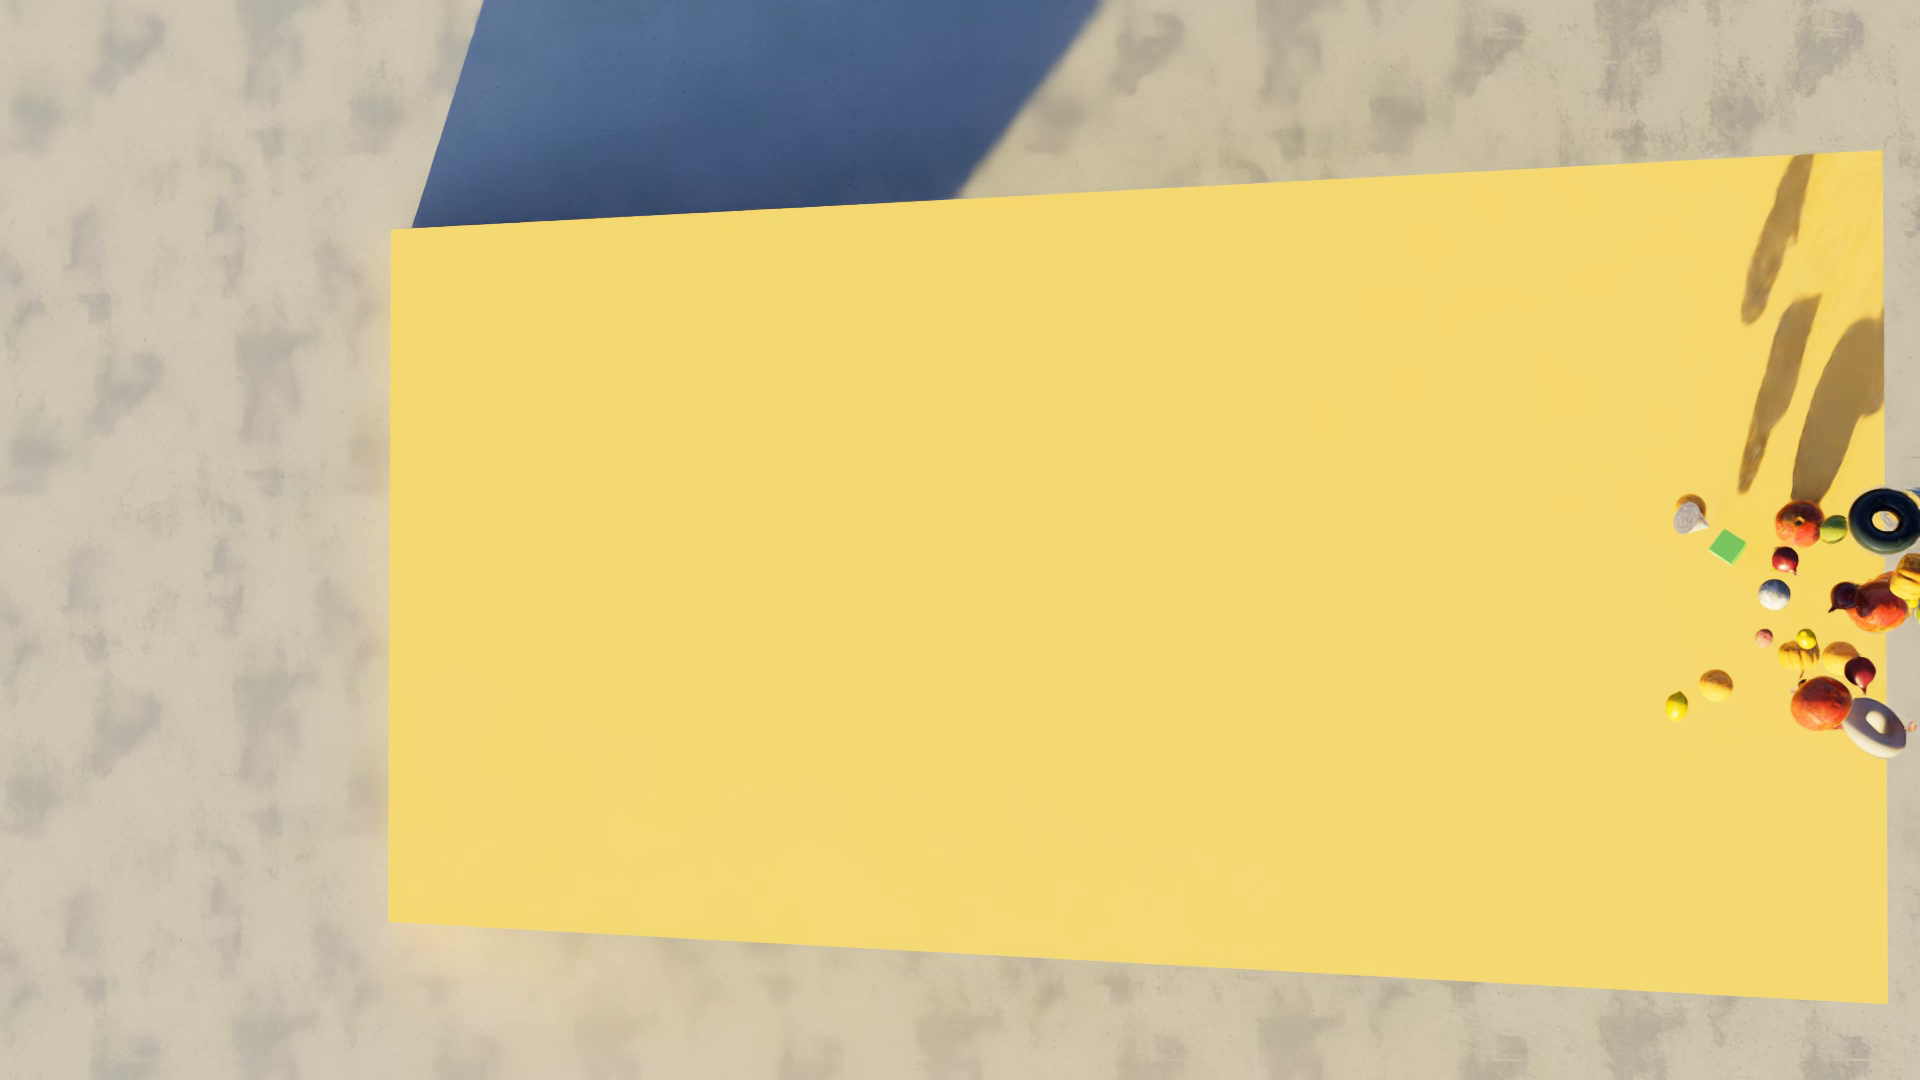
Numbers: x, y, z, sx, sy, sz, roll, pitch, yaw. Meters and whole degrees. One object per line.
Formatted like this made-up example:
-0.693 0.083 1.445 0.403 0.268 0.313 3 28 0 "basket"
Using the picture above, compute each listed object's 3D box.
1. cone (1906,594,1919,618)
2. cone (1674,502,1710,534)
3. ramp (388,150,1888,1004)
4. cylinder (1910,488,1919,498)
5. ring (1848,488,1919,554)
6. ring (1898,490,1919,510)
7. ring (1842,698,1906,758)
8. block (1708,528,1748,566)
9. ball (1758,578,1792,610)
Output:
2.165 0.145 4.947 0.056 0.056 0.056 -12 89 22 "cone"
1.715 -0.040 5.106 0.078 0.078 0.078 17 89 -25 "cone"
0.275 0.093 5.799 4.000 0.100 2.000 0 89 18 "ramp"
2.101 -0.079 4.822 0.063 0.063 0.063 -3 81 21 "cylinder"
1.712 -0.035 4.071 0.131 0.044 0.131 -5 67 11 "ring"
1.916 -0.062 4.479 0.083 0.028 0.083 1 97 7 "ring"
1.964 0.402 4.725 0.150 0.150 0.050 28 132 0 "ring"
1.802 0.018 5.158 0.061 0.061 0.061 38 97 23 "block"
1.730 0.116 4.672 0.067 0.067 0.067 0 89 0 "ball"
